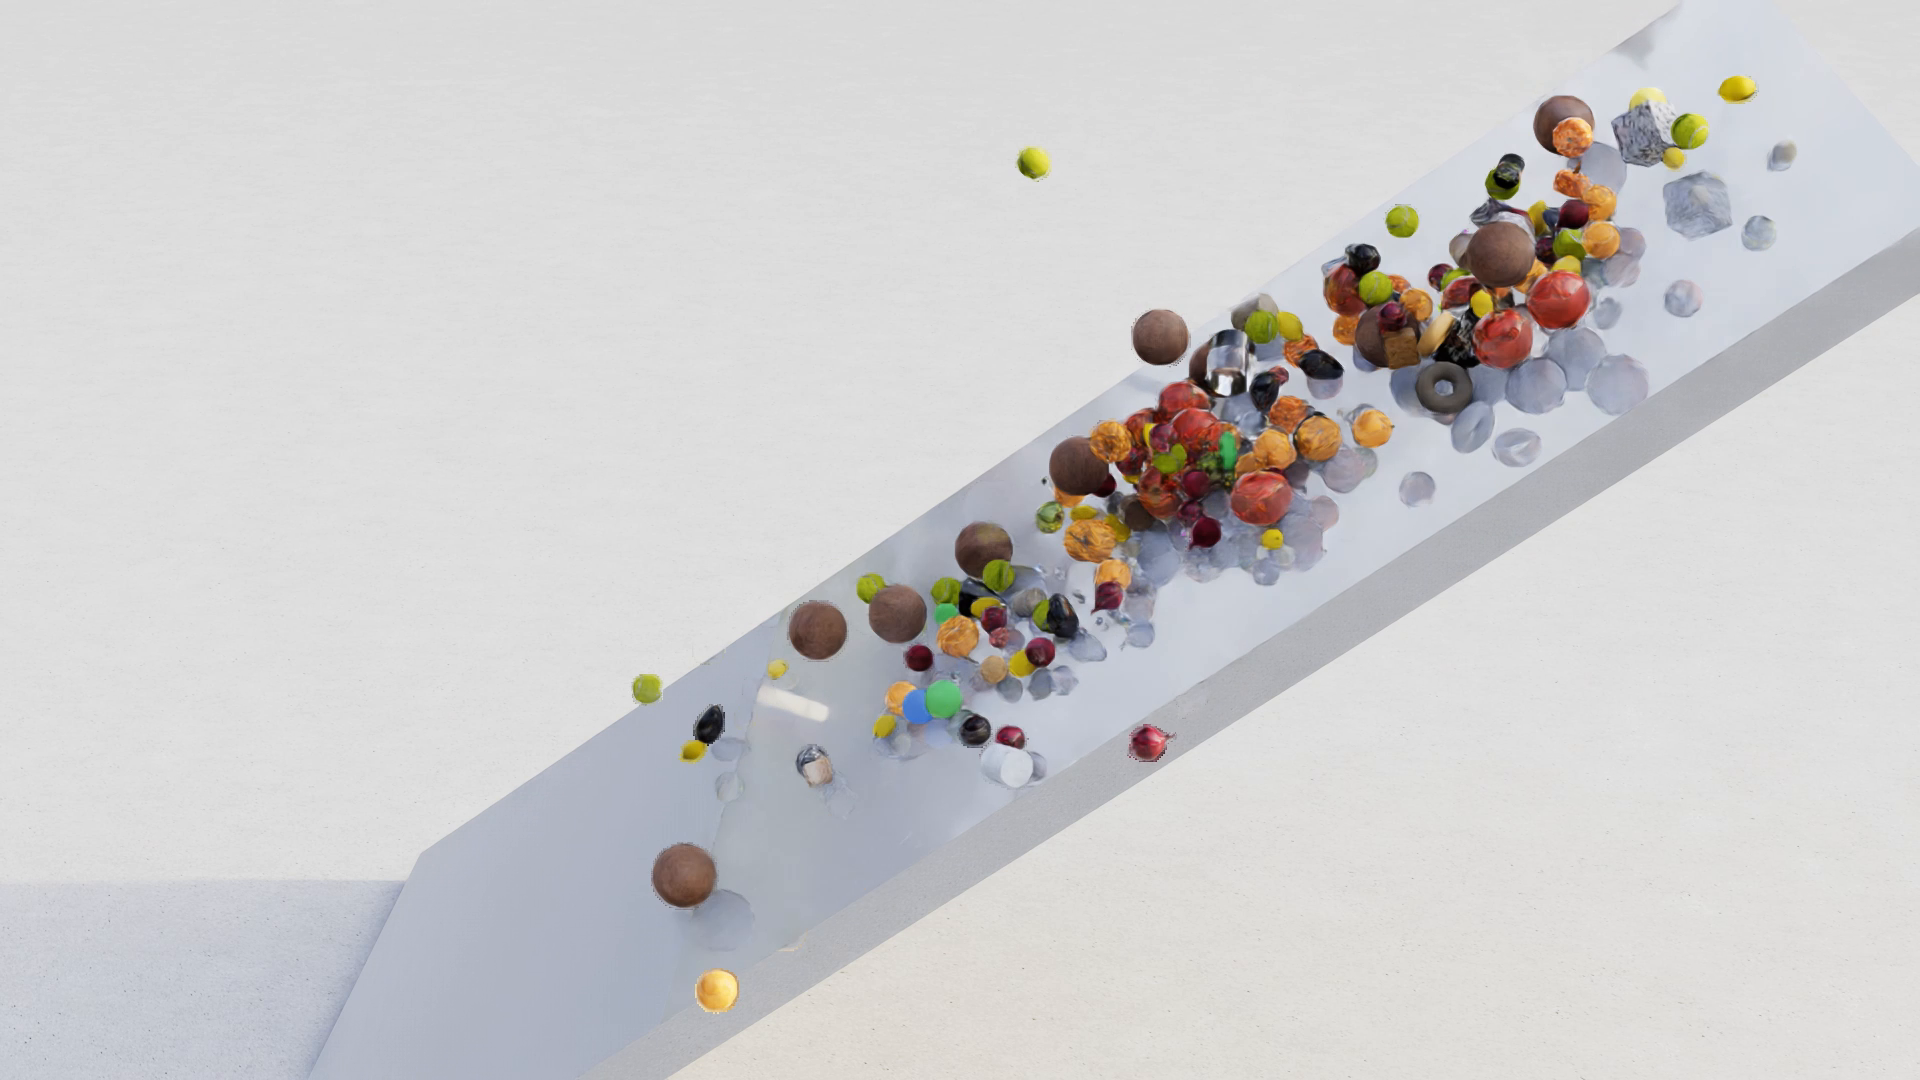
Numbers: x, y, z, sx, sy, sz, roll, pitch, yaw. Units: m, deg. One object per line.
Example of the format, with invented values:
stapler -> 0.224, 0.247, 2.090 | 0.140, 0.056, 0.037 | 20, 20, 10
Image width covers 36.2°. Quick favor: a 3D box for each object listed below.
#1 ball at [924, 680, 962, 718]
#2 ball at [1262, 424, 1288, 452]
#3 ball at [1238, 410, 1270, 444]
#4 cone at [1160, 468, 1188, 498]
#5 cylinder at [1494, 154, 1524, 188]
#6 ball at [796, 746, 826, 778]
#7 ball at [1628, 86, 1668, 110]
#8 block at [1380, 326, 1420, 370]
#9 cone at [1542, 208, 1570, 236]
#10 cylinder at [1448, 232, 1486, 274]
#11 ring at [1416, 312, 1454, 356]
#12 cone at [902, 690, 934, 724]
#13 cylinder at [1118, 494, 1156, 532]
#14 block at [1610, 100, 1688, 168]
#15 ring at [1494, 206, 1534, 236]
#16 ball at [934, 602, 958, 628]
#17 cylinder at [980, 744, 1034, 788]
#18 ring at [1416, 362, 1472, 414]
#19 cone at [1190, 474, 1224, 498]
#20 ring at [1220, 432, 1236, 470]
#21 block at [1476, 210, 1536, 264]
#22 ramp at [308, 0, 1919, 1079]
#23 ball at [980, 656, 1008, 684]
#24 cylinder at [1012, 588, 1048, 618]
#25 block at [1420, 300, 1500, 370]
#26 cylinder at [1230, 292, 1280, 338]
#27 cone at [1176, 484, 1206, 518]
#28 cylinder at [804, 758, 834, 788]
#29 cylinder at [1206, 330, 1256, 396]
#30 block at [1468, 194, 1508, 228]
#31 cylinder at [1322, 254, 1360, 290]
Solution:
ball -> -0.034, 0.322, 5.944 | 0.077, 0.077, 0.077 | 0, 22, 0
ball -> 0.641, -0.206, 5.973 | 0.054, 0.054, 0.054 | 0, 22, 0
ball -> 0.611, -0.234, 6.095 | 0.067, 0.067, 0.067 | 0, 22, 0
cone -> 0.438, -0.129, 6.200 | 0.059, 0.059, 0.059 | -35, 16, 11
cylinder -> 1.096, -0.736, 5.870 | 0.052, 0.052, 0.052 | 8, 42, 20
ball -> -0.312, 0.467, 6.174 | 0.068, 0.068, 0.068 | 0, 22, 0
ball -> 1.380, -0.871, 5.899 | 0.075, 0.075, 0.075 | 0, 22, 0
block -> 0.867, -0.377, 5.784 | 0.061, 0.061, 0.061 | -12, 18, 4
cone -> 1.209, -0.636, 5.969 | 0.055, 0.055, 0.055 | 3, 59, 7
cylinder -> 1.040, -0.589, 6.035 | 0.059, 0.059, 0.059 | -5, 42, -13
ring -> 0.889, -0.384, 5.499 | 0.032, 0.095, 0.095 | 38, 34, 12
cone -> -0.087, 0.341, 6.047 | 0.071, 0.071, 0.071 | -3, -1, -7
cylinder -> 0.368, -0.057, 6.138 | 0.067, 0.067, 0.067 | -3, 13, -8
block -> 1.360, -0.802, 5.810 | 0.093, 0.093, 0.093 | 0, -21, -45
ring -> 1.119, -0.624, 5.958 | 0.035, 0.104, 0.104 | -24, 32, -38
ball -> -0.031, 0.164, 6.430 | 0.054, 0.054, 0.054 | 0, 22, 0
cylinder -> 0.085, 0.413, 5.384 | 0.070, 0.070, 0.070 | -13, 12, -29
ring -> 0.908, -0.285, 5.515 | 0.106, 0.106, 0.035 | 2, -21, 6
cone -> 0.511, -0.111, 6.036 | 0.064, 0.064, 0.064 | -10, 22, 2
ring -> 0.535, -0.177, 5.876 | 0.026, 0.077, 0.077 | -3, 22, -3
block -> 1.083, -0.599, 5.829 | 0.070, 0.070, 0.070 | 6, 55, -41
ramp -> 0.131, 0.178, 6.318 | 4.000, 0.100, 2.000 | -34, 16, 16
ball -> 0.068, 0.261, 5.930 | 0.055, 0.055, 0.055 | 0, 22, 0
cylinder -> 0.146, 0.131, 6.125 | 0.052, 0.052, 0.052 | -23, -1, -44
block -> 0.967, -0.391, 5.692 | 0.091, 0.091, 0.091 | -17, 26, 53
cylinder -> 0.674, -0.510, 6.711 | 0.081, 0.081, 0.081 | -27, 4, 36
cone -> 0.473, -0.074, 5.955 | 0.063, 0.063, 0.063 | -12, -8, -2
cylinder -> -0.292, 0.481, 6.067 | 0.051, 0.051, 0.051 | -16, 23, 0
cylinder -> 0.574, -0.376, 6.236 | 0.100, 0.100, 0.100 | 3, 56, 8
block -> 1.095, -0.661, 6.032 | 0.065, 0.065, 0.065 | 52, 21, 7
cylinder -> 0.836, -0.590, 6.469 | 0.061, 0.061, 0.061 | -24, 27, -10
